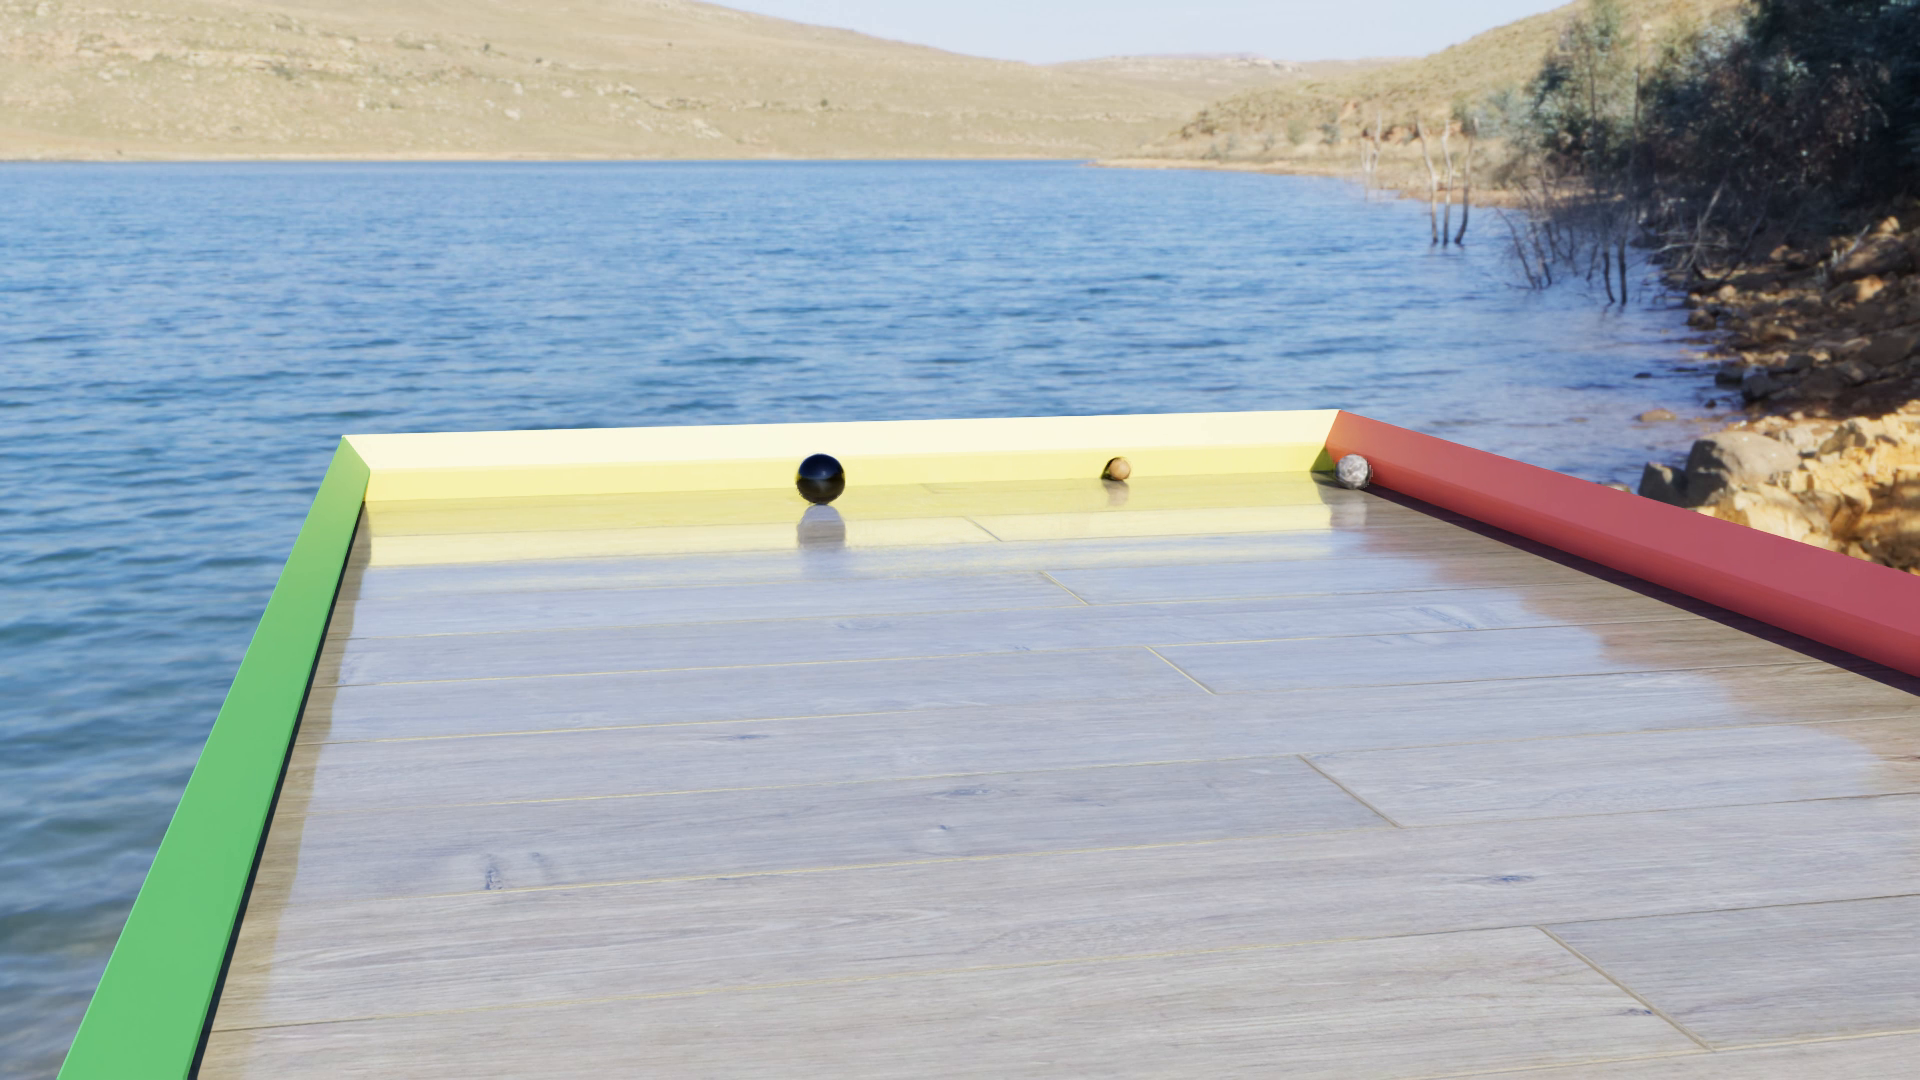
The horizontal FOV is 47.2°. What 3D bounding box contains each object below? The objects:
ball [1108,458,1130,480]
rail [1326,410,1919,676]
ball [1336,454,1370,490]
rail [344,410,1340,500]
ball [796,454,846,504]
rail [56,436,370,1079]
[{"bbox_3d":[0.290,-0.128,4.004,0.041,0.041,0.041,0,10,0],"label":"ball"},{"bbox_3d":[1.028,0.073,2.625,0.045,0.113,3.131,-2,10,-12],"label":"rail"},{"bbox_3d":[0.697,-0.121,3.900,0.062,0.062,0.062,0,10,0],"label":"ball"},{"bbox_3d":[-0.164,-0.151,3.921,1.806,0.113,0.045,-2,10,-12],"label":"rail"},{"bbox_3d":[-0.236,-0.104,3.727,0.087,0.087,0.087,0,10,0],"label":"ball"},{"bbox_3d":[-0.690,0.138,2.250,0.045,0.113,3.131,-2,10,-12],"label":"rail"}]
